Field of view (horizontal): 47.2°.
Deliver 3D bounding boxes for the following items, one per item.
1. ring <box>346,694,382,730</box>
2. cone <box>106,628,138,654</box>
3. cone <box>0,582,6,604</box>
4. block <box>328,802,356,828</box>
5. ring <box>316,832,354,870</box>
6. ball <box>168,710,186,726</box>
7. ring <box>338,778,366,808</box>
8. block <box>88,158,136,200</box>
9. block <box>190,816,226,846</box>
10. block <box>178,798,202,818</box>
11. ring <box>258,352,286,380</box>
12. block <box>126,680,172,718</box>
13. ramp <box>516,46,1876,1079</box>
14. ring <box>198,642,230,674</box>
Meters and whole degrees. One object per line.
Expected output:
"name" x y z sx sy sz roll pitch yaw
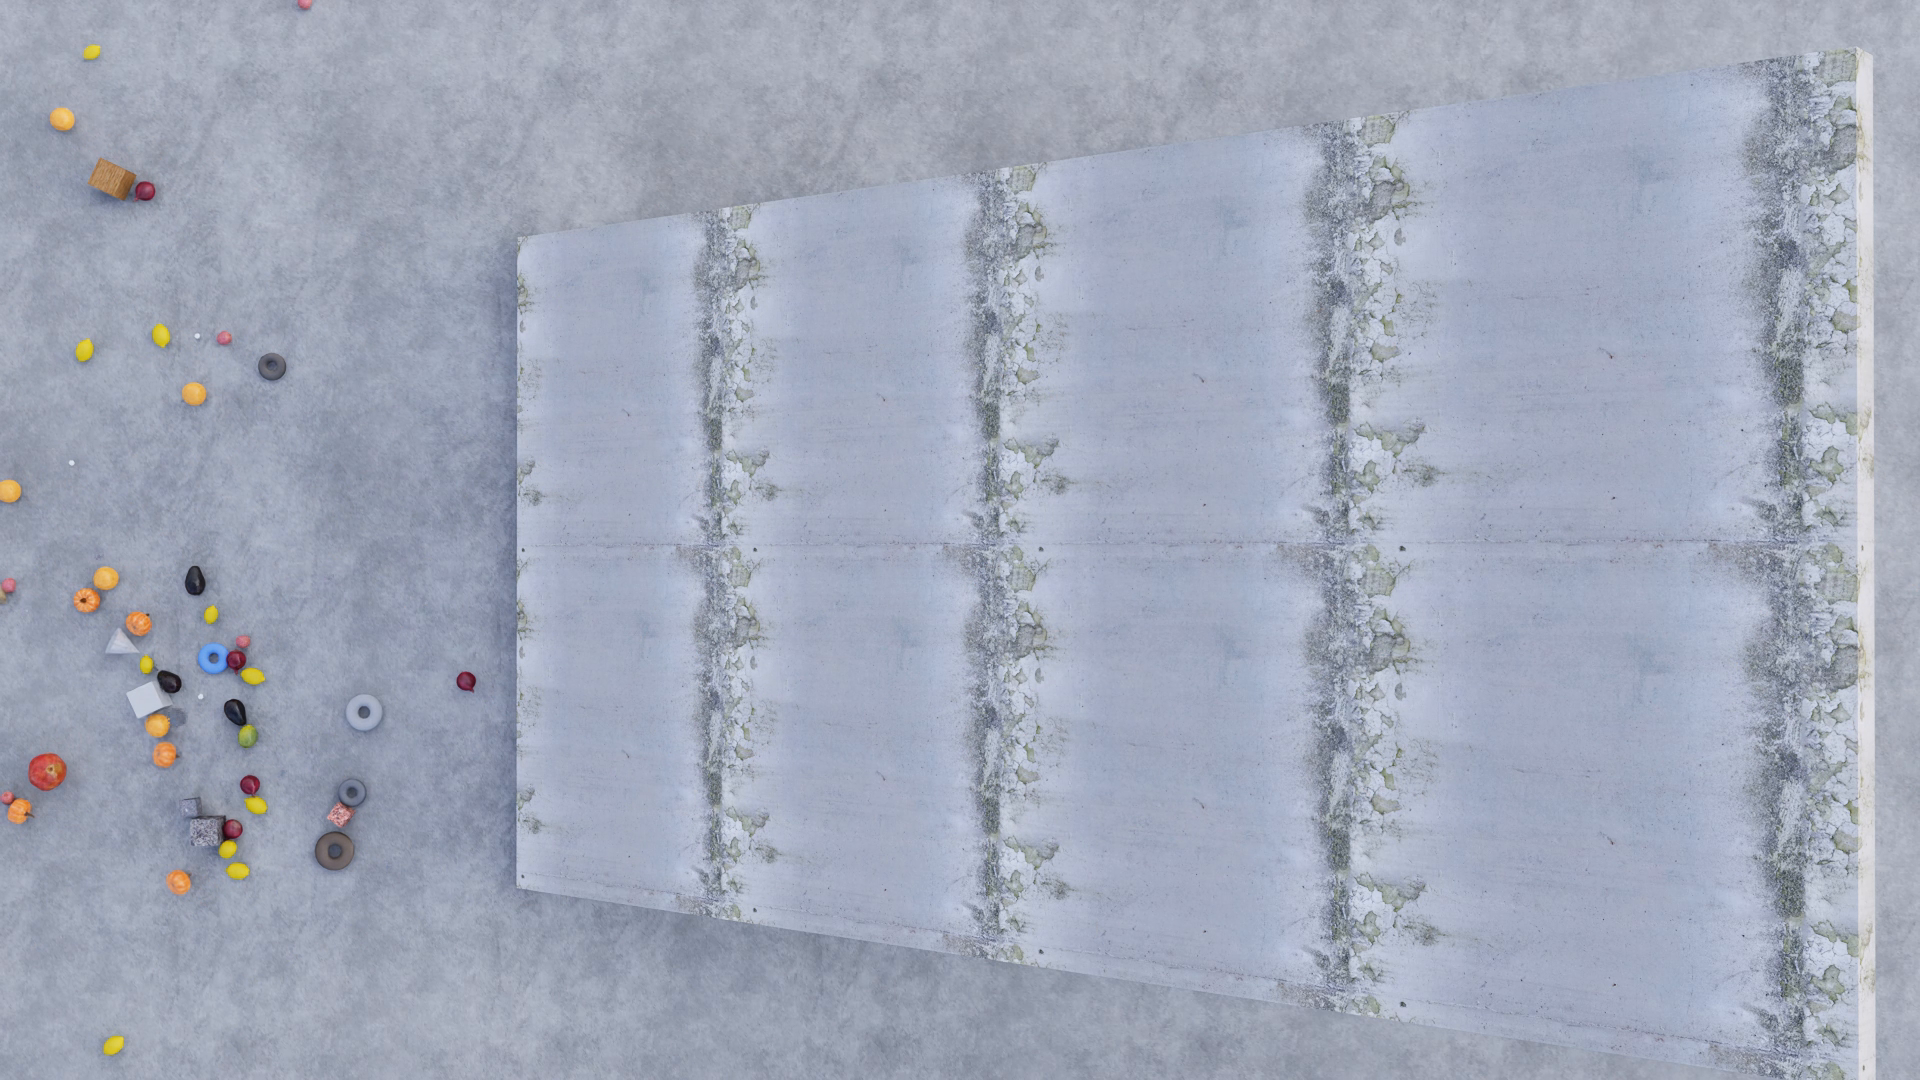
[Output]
"ring" -1.848 0.534 6.818 0.115 0.038 0.115 0 89 1
"cone" -2.585 0.331 6.818 0.090 0.090 0.090 30 90 -26
"cone" -2.979 0.159 6.825 0.060 0.060 0.060 9 63 0
"block" -1.915 0.850 6.807 0.054 0.054 0.054 35 90 0
"ring" -1.938 0.964 6.814 0.121 0.040 0.121 0 88 0
"ball" -2.423 0.553 6.810 0.053 0.053 0.053 0 90 0
"ring" -1.885 0.784 6.820 0.089 0.030 0.089 0 88 0
"block" -2.622 -1.116 6.802 0.090 0.090 0.090 26 90 0
"block" -2.321 0.898 6.793 0.082 0.082 0.082 -1 90 0
"block" -2.382 0.828 6.809 0.051 0.051 0.051 -7 90 0
"ring" -2.136 -0.539 6.829 0.087 0.029 0.087 0 91 0
"block" -2.503 0.491 6.794 0.086 0.086 0.086 -25 90 0
"ramp" 0.210 0.061 5.526 4.000 0.100 2.000 0 90 40
"ring" -2.315 0.367 6.822 0.097 0.032 0.097 0 89 -1
